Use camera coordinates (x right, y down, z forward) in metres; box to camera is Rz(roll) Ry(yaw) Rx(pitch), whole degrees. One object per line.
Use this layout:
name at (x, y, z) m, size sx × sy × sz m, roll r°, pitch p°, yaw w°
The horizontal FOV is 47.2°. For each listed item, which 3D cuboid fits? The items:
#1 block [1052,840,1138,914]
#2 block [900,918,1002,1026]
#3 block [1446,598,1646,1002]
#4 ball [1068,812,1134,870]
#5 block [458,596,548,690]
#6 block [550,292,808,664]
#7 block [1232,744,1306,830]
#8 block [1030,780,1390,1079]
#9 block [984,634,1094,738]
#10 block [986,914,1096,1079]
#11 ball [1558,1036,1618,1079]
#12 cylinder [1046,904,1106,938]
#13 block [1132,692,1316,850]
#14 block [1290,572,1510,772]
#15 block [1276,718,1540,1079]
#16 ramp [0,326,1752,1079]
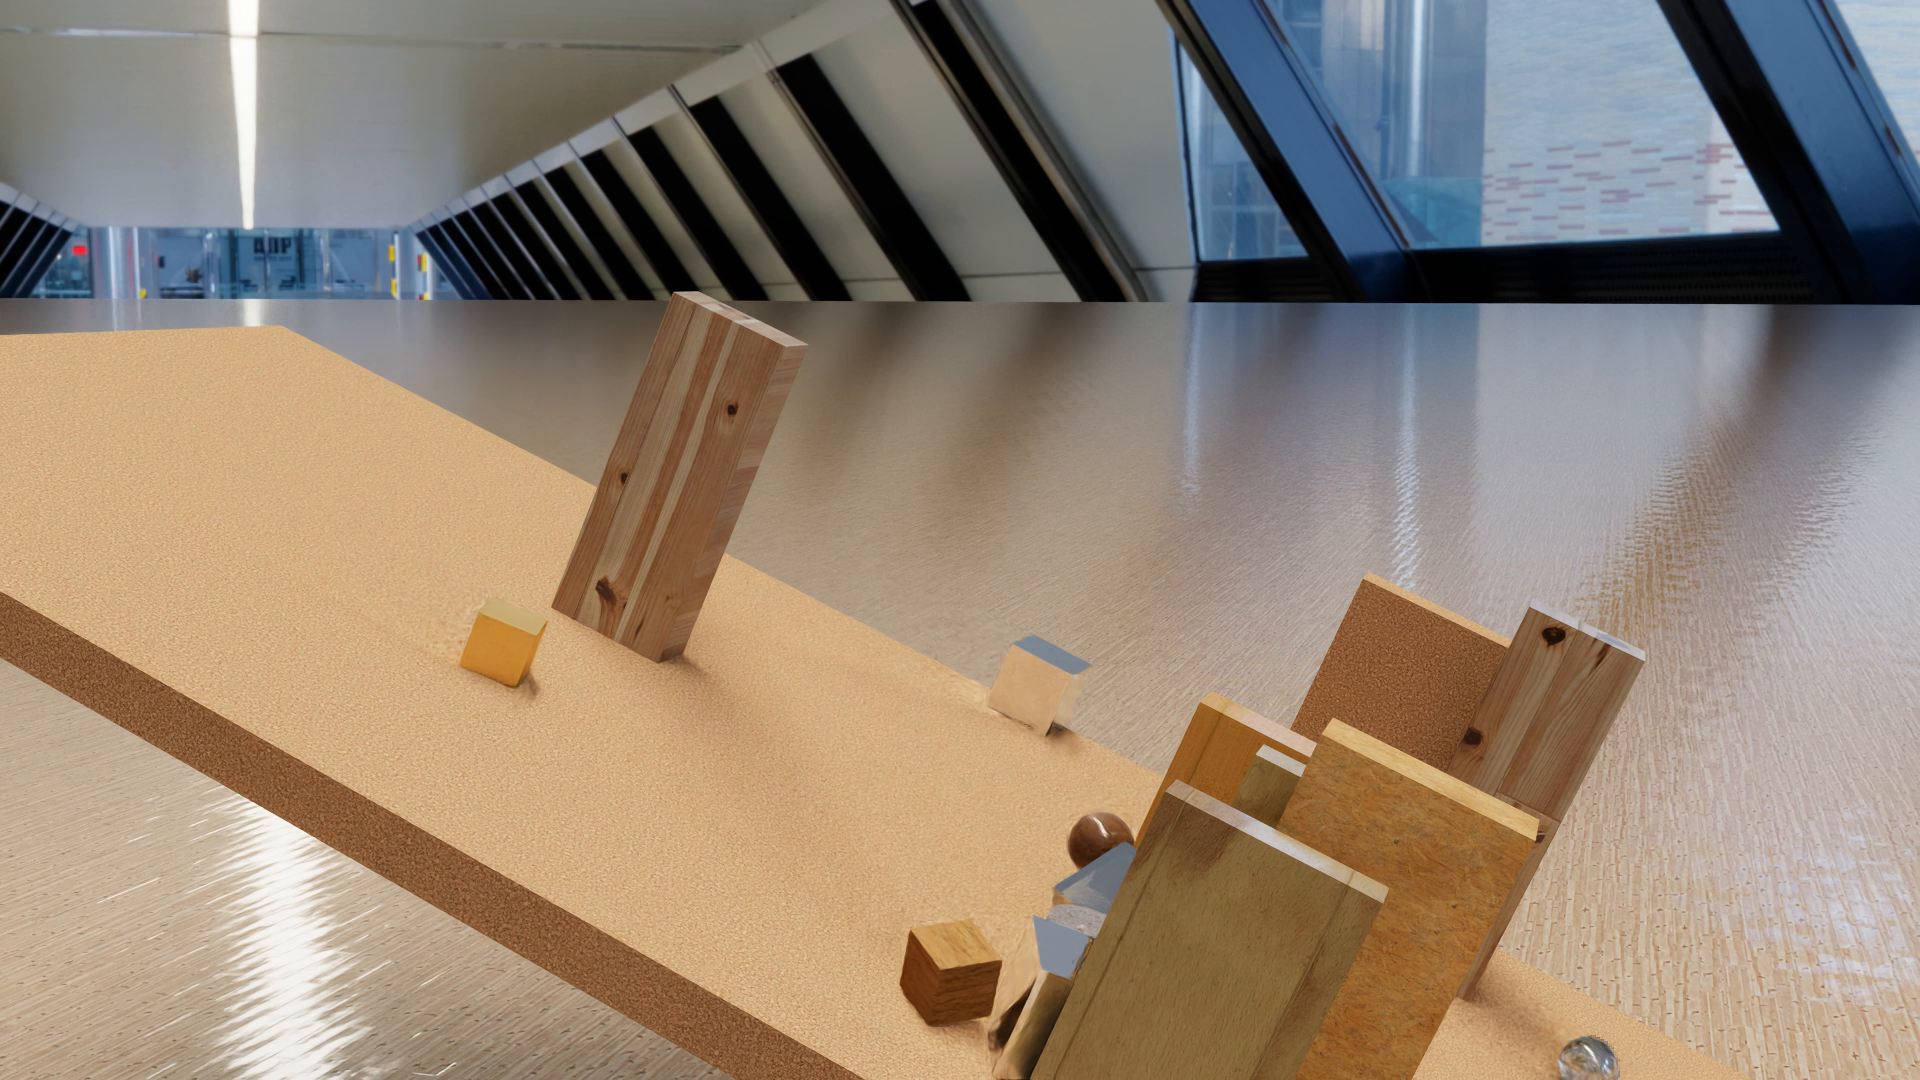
block at (0.276, 0.655, 3.731) m, size 0.169 × 0.169 × 0.169 m, roll -28°, pitch 44°, yaw -32°
block at (-0.015, 0.667, 3.394) m, size 0.107 × 0.107 × 0.107 m, roll -4°, pitch 28°, yaw -28°
block at (1.086, 0.524, 4.422) m, size 0.240 × 0.780 × 0.120 m, roll 26°, pitch 13°, yaw 13°
ball at (0.255, 0.552, 3.975) m, size 0.120 × 0.120 × 0.120 m, roll 0°, pitch 7°, yaw 0°
block at (-0.824, 0.185, 3.971) m, size 0.109 × 0.109 × 0.109 m, roll 22°, pitch 13°, yaw -4°
block at (-0.559, -0.124, 4.366) m, size 0.254 × 0.688 × 0.122 m, roll 26°, pitch 13°, yaw 13°
block at (0.529, 0.642, 3.585) m, size 0.329 × 0.518 × 0.080 m, roll 26°, pitch 13°, yaw 13°
block at (0.343, 0.661, 3.154) m, size 0.335 × 0.536 × 0.080 m, roll 26°, pitch 13°, yaw 13°
block at (0.181, 0.331, 5.008) m, size 0.158 × 0.158 × 0.158 m, roll 27°, pitch 14°, yaw 17°
block at (0.166, 0.725, 3.366) m, size 0.187 × 0.187 × 0.187 m, roll 22°, pitch 13°, yaw -8°
ball at (1.199, 1.005, 4.201) m, size 0.109 × 0.109 × 0.109 m, roll 0°, pitch 7°, yaw 0°
cylinder at (0.190, 0.701, 3.542) m, size 0.163 × 0.163 × 0.163 m, roll 20°, pitch 14°, yaw -5°
block at (0.488, 0.569, 3.862) m, size 0.351 × 0.491 × 0.110 m, roll 26°, pitch 13°, yaw 13°
block at (0.898, 0.435, 4.759) m, size 0.342 × 0.639 × 0.107 m, roll 26°, pitch 13°, yaw 13°
block at (0.609, 0.646, 3.476) m, size 0.353 × 0.623 × 0.134 m, roll 26°, pitch 13°, yaw 13°
ramp at (-0.281, 0.485, 4.180) m, size 4.000 × 0.100 × 2.000 m, roll 26°, pitch 13°, yaw 13°
